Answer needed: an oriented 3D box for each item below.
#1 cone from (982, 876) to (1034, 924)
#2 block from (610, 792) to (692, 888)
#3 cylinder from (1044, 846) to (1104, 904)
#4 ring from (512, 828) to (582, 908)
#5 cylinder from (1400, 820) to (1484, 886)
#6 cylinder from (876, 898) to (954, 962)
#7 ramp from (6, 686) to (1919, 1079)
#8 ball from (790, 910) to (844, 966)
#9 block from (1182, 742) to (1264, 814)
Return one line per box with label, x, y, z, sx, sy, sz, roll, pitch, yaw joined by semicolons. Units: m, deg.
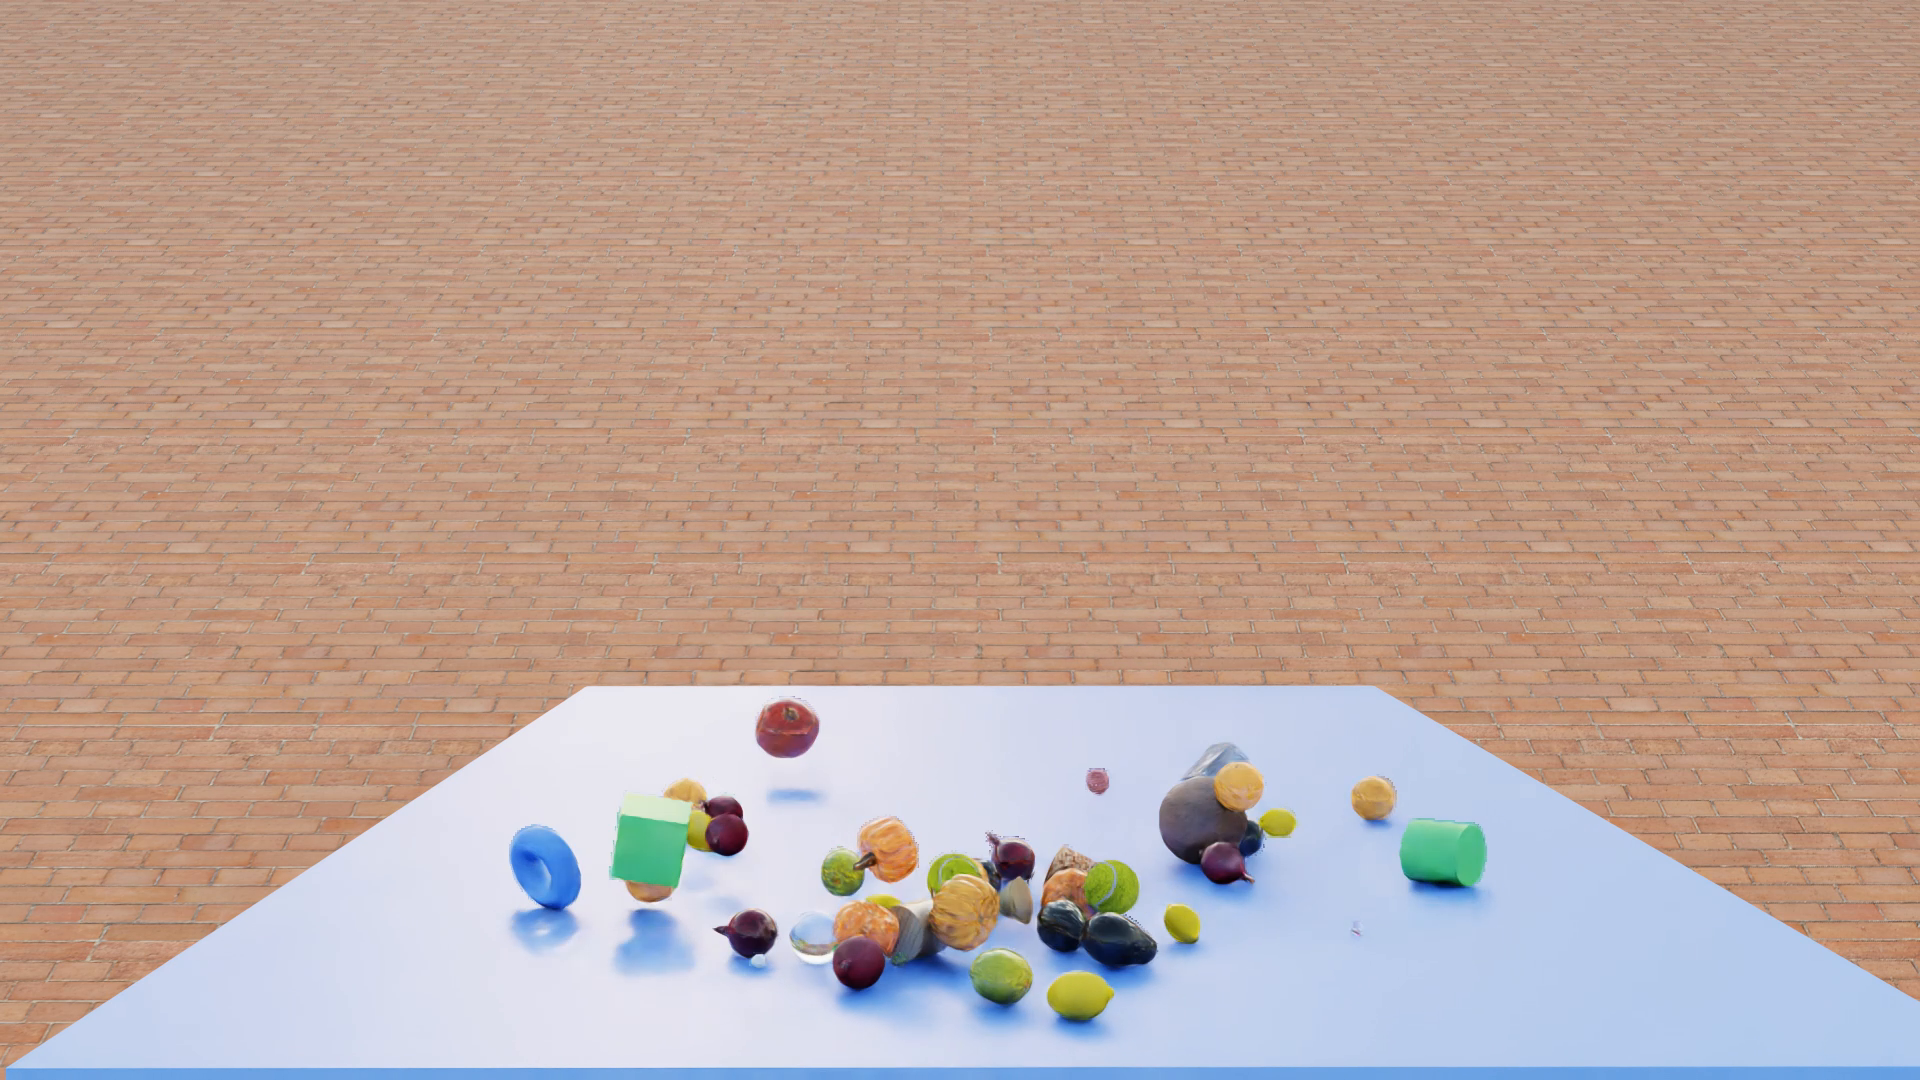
cone;0.053;0.464;3.278;0.060;0.060;0.060;-14;17;24
block;-0.398;0.387;3.328;0.087;0.087;0.087;9;12;-4
cylinder;0.152;0.448;3.438;0.059;0.059;0.059;25;31;15
ring;-0.546;0.433;3.399;0.116;0.116;0.039;18;32;35
cylinder;0.673;0.437;3.596;0.086;0.086;0.086;1;20;39
cylinder;-0.054;0.467;3.085;0.068;0.068;0.068;16;10;31
ramp;0.055;0.496;4.544;2.000;0.100;4.000;0;2;0
ball;-0.169;0.470;3.044;0.065;0.065;0.065;0;24;0
block;0.417;0.378;4.096;0.078;0.078;0.078;-45;7;-18
